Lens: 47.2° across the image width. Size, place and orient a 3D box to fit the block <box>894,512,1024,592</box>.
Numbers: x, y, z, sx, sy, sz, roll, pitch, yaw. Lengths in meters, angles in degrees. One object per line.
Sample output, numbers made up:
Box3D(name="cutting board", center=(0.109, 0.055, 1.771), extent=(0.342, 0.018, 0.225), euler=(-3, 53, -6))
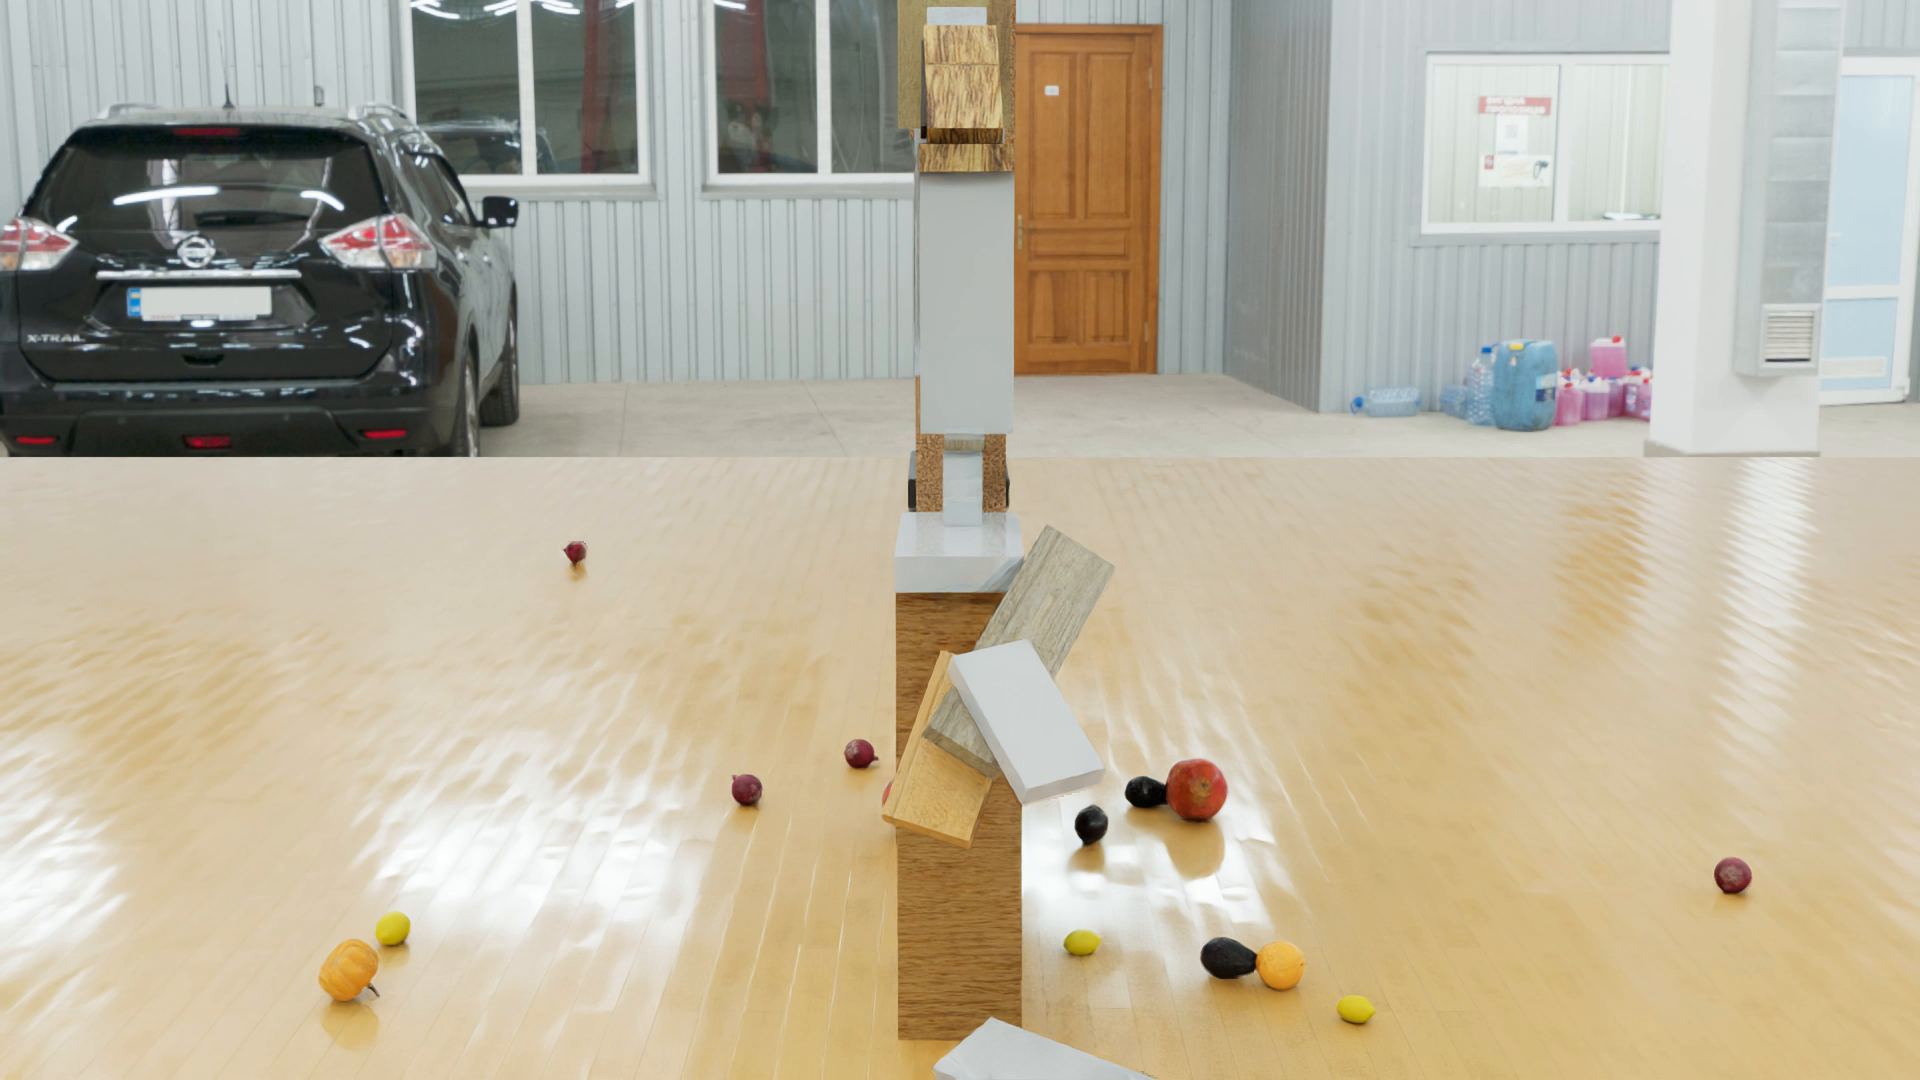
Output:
Box3D(name="block", center=(-0.001, 0.014, 3.093), extent=(0.172, 0.049, 0.345), euler=(0, 11, 0))

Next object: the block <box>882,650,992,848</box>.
Box3D(name="block", center=(-0.006, 0.265, 2.801), extent=(0.115, 0.229, 0.033), euler=(17, -22, 9))

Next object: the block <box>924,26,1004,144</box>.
Box3D(name="block", center=(0.003, -0.660, 3.180), extent=(0.107, 0.030, 0.214), euler=(-1, 54, -3))

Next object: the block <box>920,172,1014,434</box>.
Box3D(name="block", center=(0.010, -0.339, 3.142), extent=(0.133, 0.372, 0.038), euler=(0, 11, 0))

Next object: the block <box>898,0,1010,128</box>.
Box3D(name="block", center=(-0.009, -0.807, 3.379), extent=(0.172, 0.345, 0.049), euler=(0, 11, -1))

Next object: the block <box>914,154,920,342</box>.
Box3D(name="block", center=(-0.001, -0.451, 3.401), extent=(0.136, 0.287, 0.039), euler=(0, 10, -2))

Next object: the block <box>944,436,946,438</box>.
Box3D(name="block", center=(0.000, -0.143, 3.264), extent=(0.046, 0.013, 0.092), euler=(0, 10, -1))

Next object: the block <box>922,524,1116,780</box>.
Box3D(name="block", center=(0.079, 0.139, 2.810), extent=(0.107, 0.030, 0.362), euler=(32, 54, 0))

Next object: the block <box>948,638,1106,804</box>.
Box3D(name="block", center=(0.079, 0.219, 2.682), extent=(0.107, 0.030, 0.214), euler=(-12, 50, -24))

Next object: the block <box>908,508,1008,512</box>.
Box3D(name="block", center=(-0.003, 0.104, 3.822), extent=(0.172, 0.344, 0.049), euler=(0, 11, 0))

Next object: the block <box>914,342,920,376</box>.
Box3D(name="block", center=(0.000, -0.291, 3.430), extent=(0.137, 0.039, 0.274), euler=(0, 11, 0))

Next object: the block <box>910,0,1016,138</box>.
Box3D(name="block", center=(0.004, -0.840, 3.599), extent=(0.172, 0.361, 0.049), euler=(0, 11, -1))

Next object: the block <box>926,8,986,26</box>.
Box3D(name="block", center=(-0.005, -0.715, 3.331), extent=(0.090, 0.181, 0.026), euler=(0, -7, -1))

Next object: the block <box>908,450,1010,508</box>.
Box3D(name="block", center=(-0.003, -0.110, 3.899), extent=(0.172, 0.049, 0.344), euler=(0, 11, 0))

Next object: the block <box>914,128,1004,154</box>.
Box3D(name="block", center=(-0.003, -0.628, 3.463), extent=(0.136, 0.039, 0.273), euler=(0, 11, -1))

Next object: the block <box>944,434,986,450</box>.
Box3D(name="block", center=(0.008, -0.144, 3.155), extent=(0.056, 0.016, 0.112), euler=(0, 11, 1))

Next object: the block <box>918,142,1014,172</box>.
Box3D(name="block", center=(0.006, -0.556, 3.187), extent=(0.133, 0.038, 0.266), euler=(0, 11, -2))

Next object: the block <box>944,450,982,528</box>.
Box3D(name="block", center=(0.004, -0.075, 3.133), extent=(0.056, 0.112, 0.016), euler=(0, 10, 0))

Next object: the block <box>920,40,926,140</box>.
Box3D(name="block", center=(-0.012, -0.659, 3.214), extent=(0.090, 0.026, 0.181), euler=(0, 54, -1))

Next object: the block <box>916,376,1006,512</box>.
Box3D(name="block", center=(0.001, -0.103, 3.372), extent=(0.137, 0.308, 0.039), euler=(0, 11, 0))

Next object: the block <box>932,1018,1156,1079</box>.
Box3D(name="block", center=(0.121, 0.701, 2.815), extent=(0.115, 0.033, 0.357), euler=(-34, 25, -33))

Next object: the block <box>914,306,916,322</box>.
Box3D(name="block", center=(-0.006, -0.491, 3.579), extent=(0.136, 0.273, 0.039), euler=(-1, 11, -4))

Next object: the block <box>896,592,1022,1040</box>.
Box3D(name="block", center=(-0.001, 0.377, 3.044), extent=(0.172, 0.647, 0.049), euler=(0, 11, 0))
